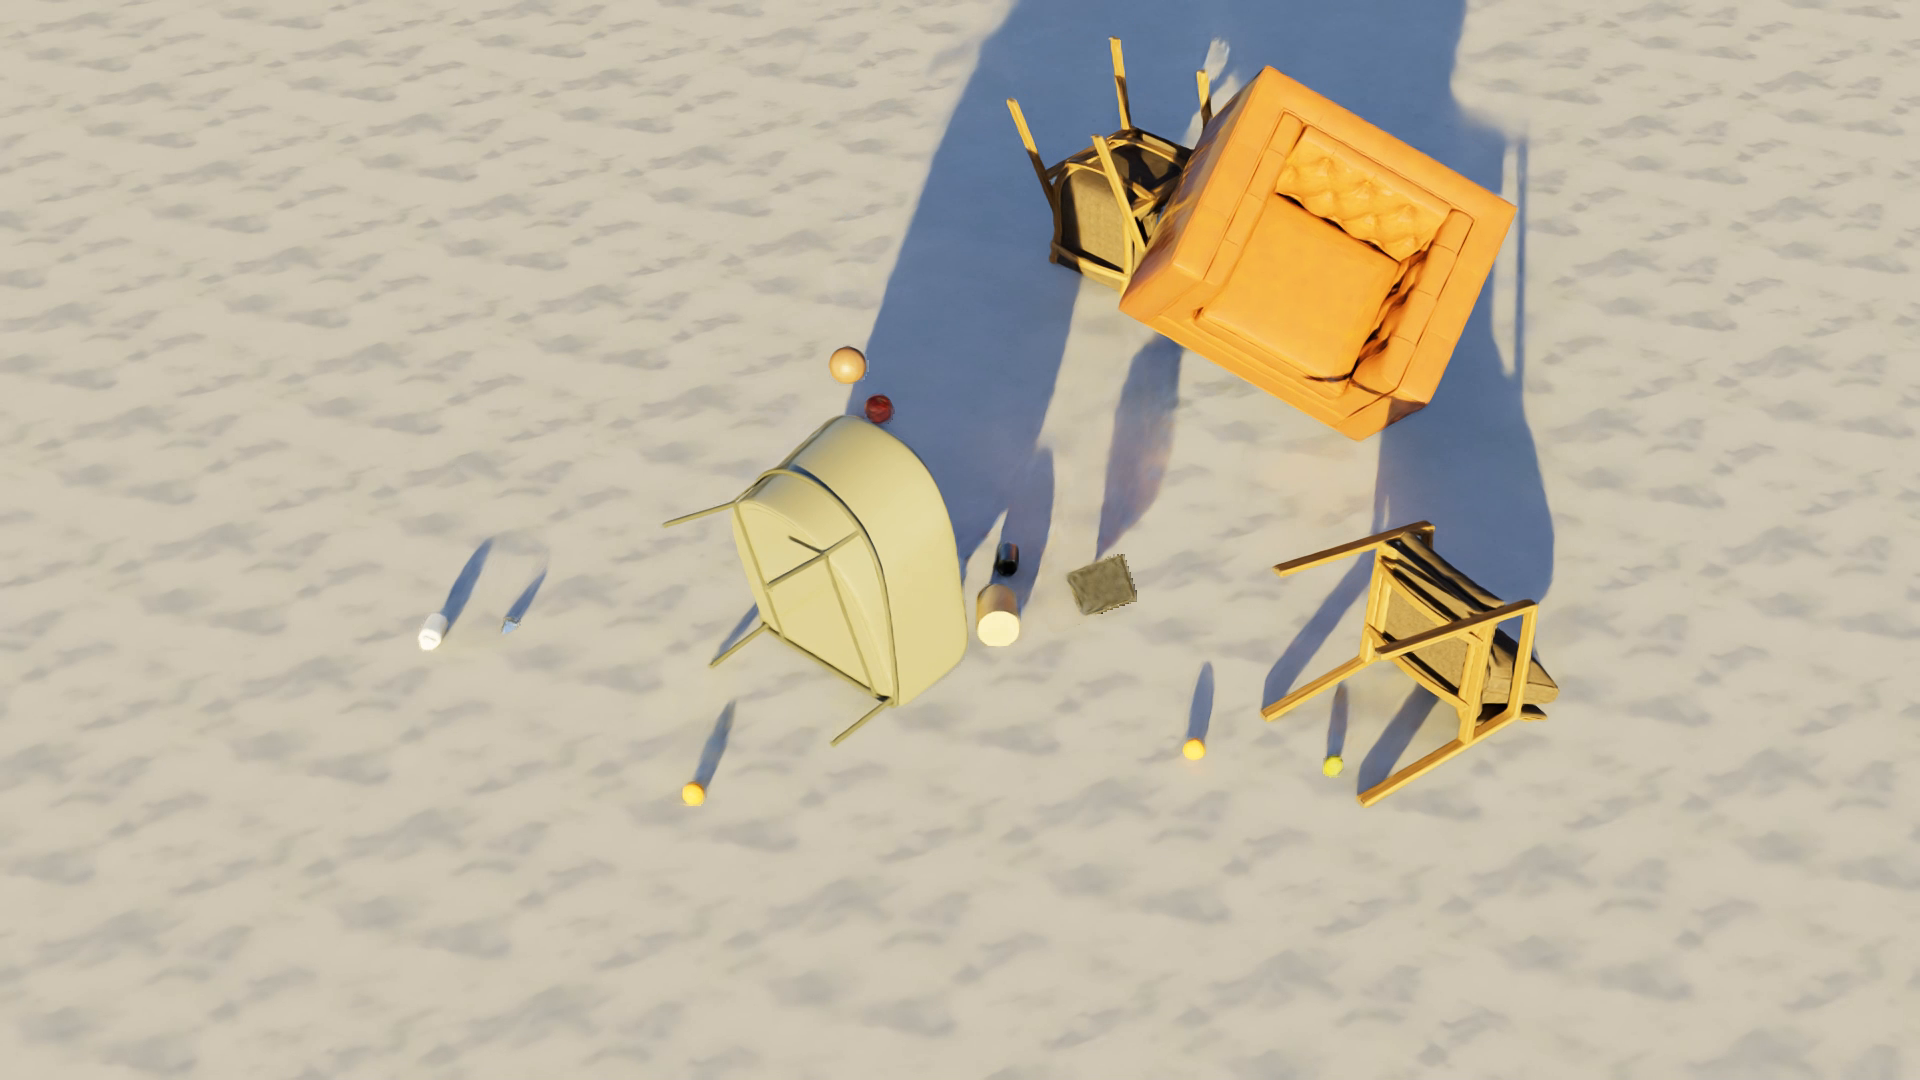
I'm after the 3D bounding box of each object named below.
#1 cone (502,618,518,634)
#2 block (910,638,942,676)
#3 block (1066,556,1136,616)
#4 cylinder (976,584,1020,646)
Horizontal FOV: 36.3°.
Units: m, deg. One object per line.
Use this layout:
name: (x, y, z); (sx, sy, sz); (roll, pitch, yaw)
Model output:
cone: (-1.621, 0.293, 10.478); (0.073, 0.040, 0.091); (-44, 28, -8)
block: (-0.117, 0.410, 10.258); (0.058, 0.071, 0.124); (16, 37, 22)
block: (0.499, 0.162, 10.388); (0.197, 0.161, 0.114); (-19, 0, -5)
cylinder: (0.134, 0.267, 10.401); (0.147, 0.153, 0.170); (3, 33, -4)
